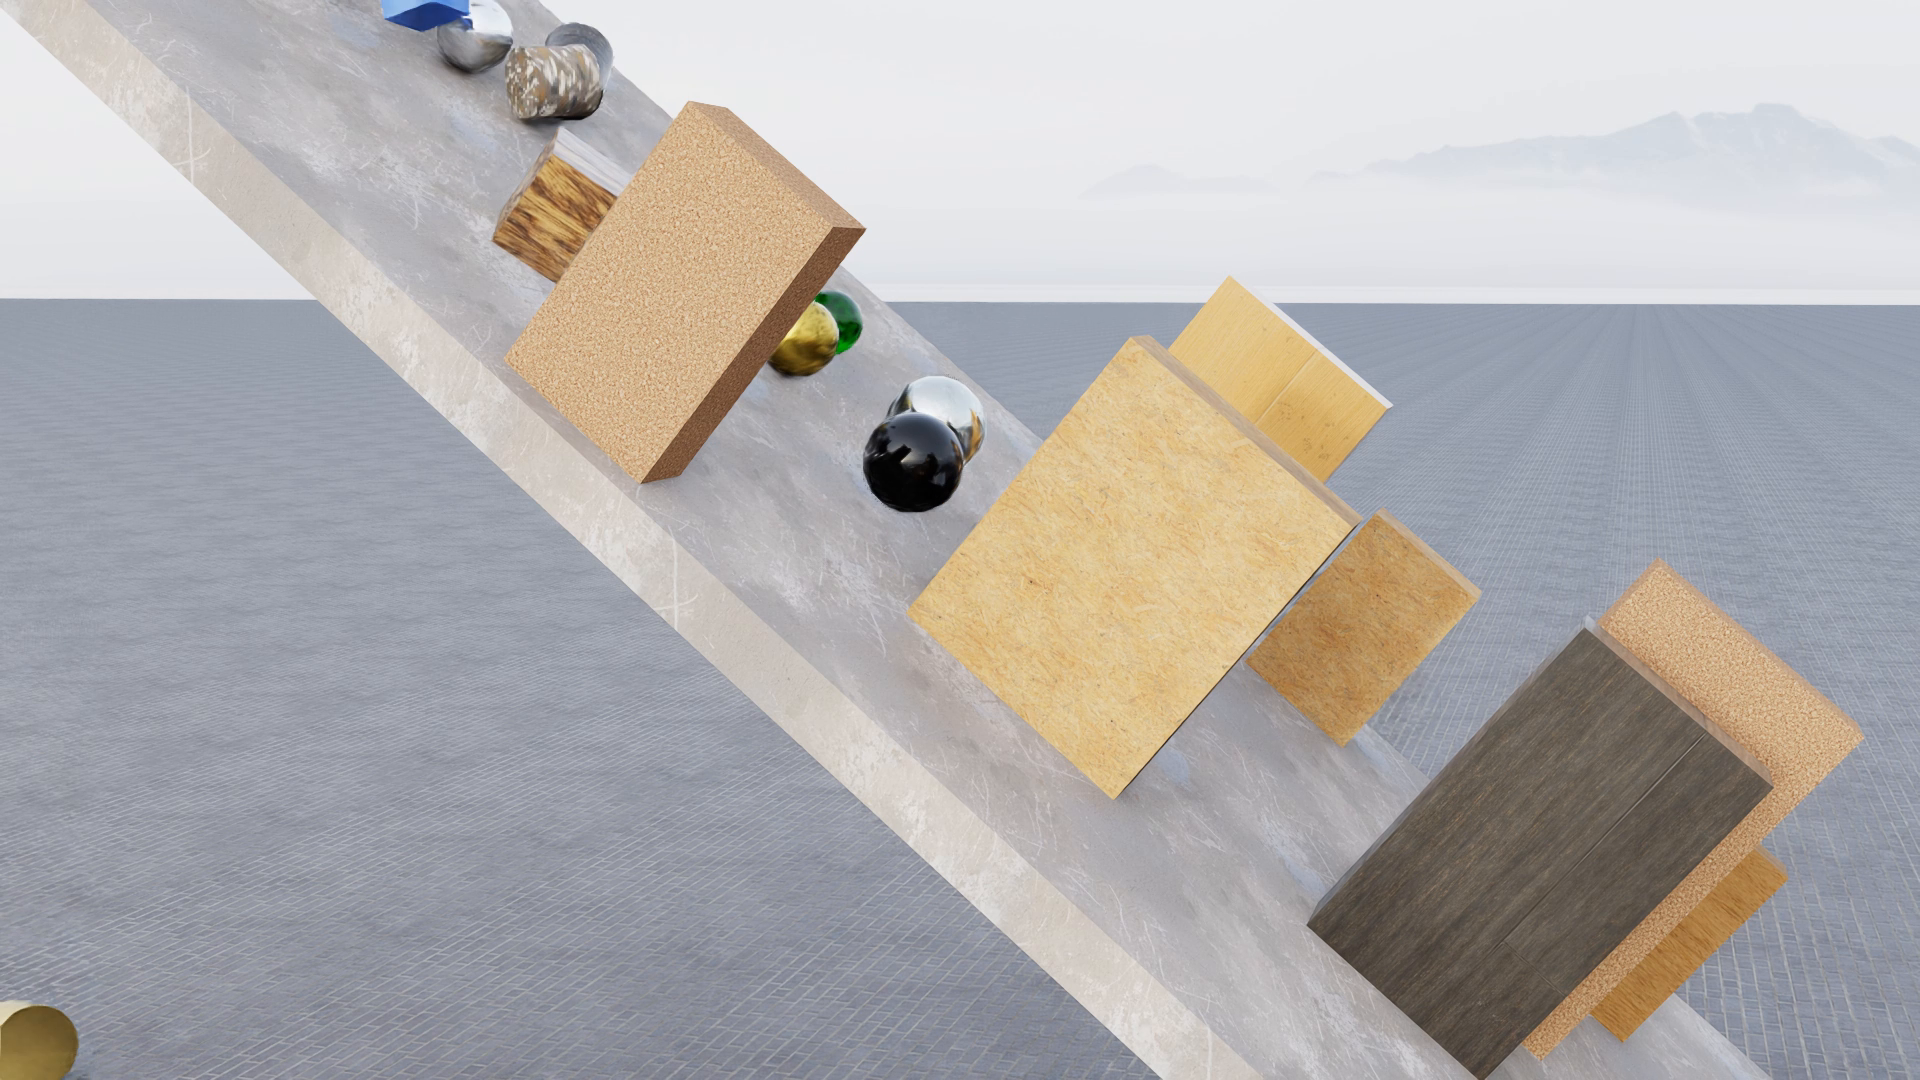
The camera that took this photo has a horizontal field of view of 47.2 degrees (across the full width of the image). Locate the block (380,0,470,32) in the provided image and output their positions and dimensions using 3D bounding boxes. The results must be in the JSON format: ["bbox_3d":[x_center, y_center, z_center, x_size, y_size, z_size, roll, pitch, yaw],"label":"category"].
[{"bbox_3d":[-0.999,-1.026,4.086,0.112,0.112,0.112,-13,-5,23],"label":"block"}]

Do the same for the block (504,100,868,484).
[{"bbox_3d":[-0.403,-0.358,3.210,0.280,0.476,0.141,42,16,9],"label":"block"}]

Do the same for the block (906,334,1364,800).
[{"bbox_3d":[0.268,0.041,3.440,0.441,0.567,0.136,42,16,9],"label":"block"}]

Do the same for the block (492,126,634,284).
[{"bbox_3d":[-0.653,-0.550,3.707,0.182,0.182,0.182,34,17,-19],"label":"block"}]

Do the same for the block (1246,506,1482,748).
[{"bbox_3d":[0.841,0.181,4.588,0.269,0.417,0.129,42,16,9],"label":"block"}]

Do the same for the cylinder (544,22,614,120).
[{"bbox_3d":[-0.789,-0.955,4.486,0.144,0.144,0.144,0,42,3],"label":"cylinder"}]

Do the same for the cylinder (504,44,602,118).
[{"bbox_3d":[-0.798,-0.899,4.310,0.137,0.137,0.137,-13,13,-38],"label":"cylinder"}]

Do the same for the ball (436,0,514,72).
[{"bbox_3d":[-0.950,-0.992,4.309,0.147,0.147,0.147,0,7,0],"label":"ball"}]

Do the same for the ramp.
[{"bbox_3d":[0.000,0.048,4.040,4.000,0.100,2.000,42,16,9],"label":"ramp"}]

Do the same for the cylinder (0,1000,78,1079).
[{"bbox_3d":[-2.121,1.142,4.969,0.189,0.189,0.189,-6,-2,-41],"label":"cylinder"}]

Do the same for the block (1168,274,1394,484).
[{"bbox_3d":[0.469,-0.138,4.231,0.386,0.639,0.109,42,16,9],"label":"block"}]

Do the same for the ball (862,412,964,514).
[{"bbox_3d":[-0.082,-0.136,3.856,0.178,0.178,0.178,0,7,0],"label":"ball"}]

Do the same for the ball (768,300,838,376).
[{"bbox_3d":[-0.298,-0.376,4.083,0.146,0.146,0.146,0,7,0],"label":"ball"}]

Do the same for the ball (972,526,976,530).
[{"bbox_3d":[0.101,0.039,3.749,0.195,0.195,0.195,0,7,0],"label":"ball"}]

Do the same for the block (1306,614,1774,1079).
[{"bbox_3d":[0.910,0.489,3.485,0.364,0.654,0.135,42,16,9],"label":"block"}]

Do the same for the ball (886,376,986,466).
[{"bbox_3d":[-0.045,-0.214,4.127,0.187,0.187,0.187,0,7,0],"label":"ball"}]

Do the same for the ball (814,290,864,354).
[{"bbox_3d":[-0.257,-0.431,4.350,0.130,0.130,0.130,0,7,0],"label":"ball"}]

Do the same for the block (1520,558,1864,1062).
[{"bbox_3d":[1.091,0.460,3.751,0.423,0.768,0.126,42,16,9],"label":"block"}]

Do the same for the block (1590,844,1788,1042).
[{"bbox_3d":[1.260,0.652,4.190,0.400,0.443,0.097,42,16,9],"label":"block"}]
